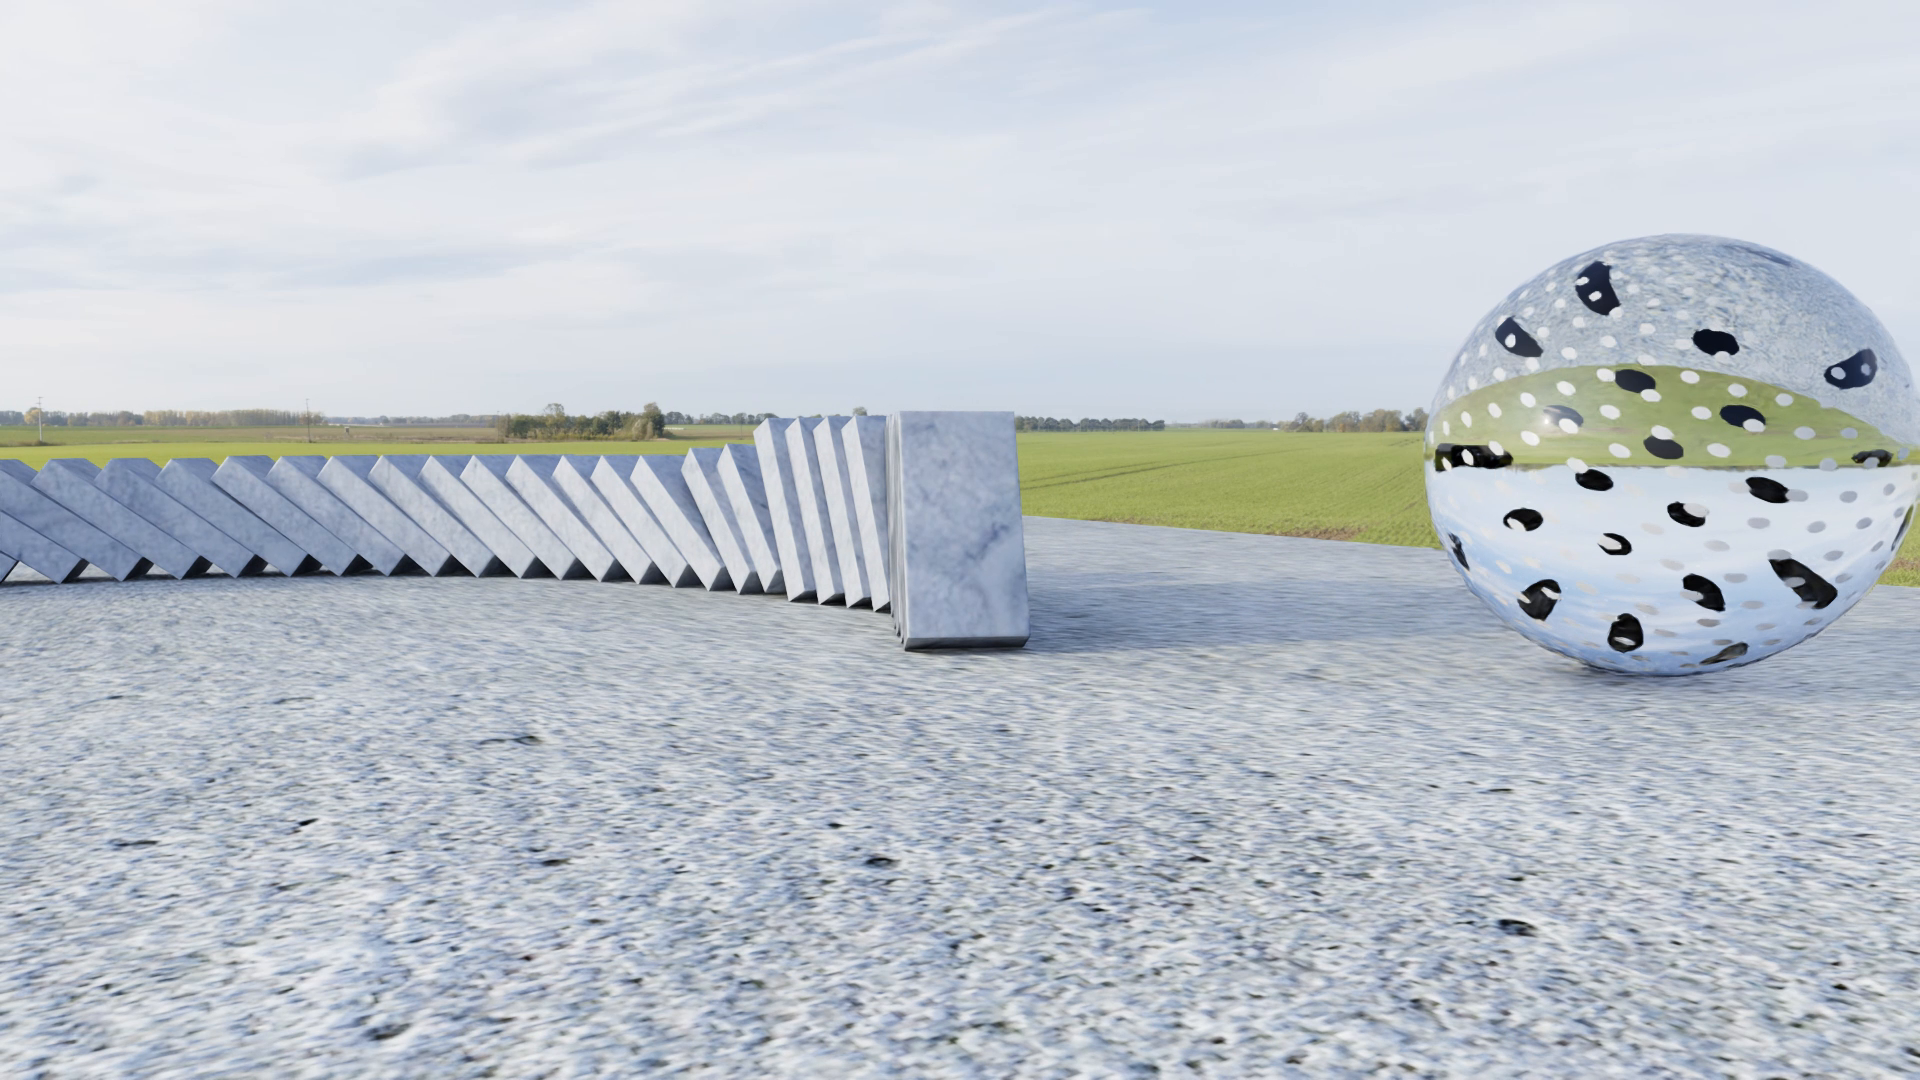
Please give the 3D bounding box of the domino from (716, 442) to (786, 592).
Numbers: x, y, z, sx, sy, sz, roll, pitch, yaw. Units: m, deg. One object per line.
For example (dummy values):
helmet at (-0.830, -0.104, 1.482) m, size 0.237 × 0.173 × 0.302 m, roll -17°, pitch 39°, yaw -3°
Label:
domino at (-0.051, -0.007, 0.372) m, size 0.025 × 0.009 × 0.050 m, roll 1°, pitch 46°, yaw -35°

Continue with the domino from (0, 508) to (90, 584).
domino at (-0.293, -0.006, 0.391) m, size 0.050 × 0.009 × 0.025 m, roll 39°, pitch -11°, yaw -21°

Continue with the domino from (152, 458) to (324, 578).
domino at (-0.232, -0.008, 0.418) m, size 0.050 × 0.009 × 0.025 m, roll 37°, pitch -1°, yaw -8°

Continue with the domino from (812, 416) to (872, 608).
domino at (-0.022, -0.008, 0.342) m, size 0.025 × 0.050 × 0.010 m, roll -3°, pitch -18°, yaw -33°

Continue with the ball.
ball at (0.127, -0.015, 0.235) m, size 0.080 × 0.080 × 0.080 m, roll 0°, pitch 4°, yaw 0°

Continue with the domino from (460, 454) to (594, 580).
domino at (-0.135, -0.008, 0.416) m, size 0.050 × 0.009 × 0.025 m, roll 42°, pitch 17°, yaw 13°

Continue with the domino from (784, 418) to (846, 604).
domino at (-0.030, -0.008, 0.350) m, size 0.025 × 0.050 × 0.009 m, roll -3°, pitch -18°, yaw -34°

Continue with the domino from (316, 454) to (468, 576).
domino at (-0.183, -0.009, 0.423) m, size 0.050 × 0.009 × 0.025 m, roll 39°, pitch 7°, yaw 2°

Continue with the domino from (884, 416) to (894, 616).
domino at (-0.005, -0.006, 0.322) m, size 0.025 × 0.050 × 0.009 m, roll -1°, pitch -20°, yaw -8°

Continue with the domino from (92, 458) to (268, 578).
domino at (-0.248, -0.007, 0.413) m, size 0.050 × 0.009 × 0.025 m, roll 37°, pitch -3°, yaw -11°

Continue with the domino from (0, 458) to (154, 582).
domino at (-0.279, -0.006, 0.401) m, size 0.050 × 0.010 × 0.025 m, roll 38°, pitch -7°, yaw -17°

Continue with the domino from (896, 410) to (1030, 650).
domino at (0.000, -0.003, 0.271) m, size 0.025 × 0.050 × 0.009 m, roll -1°, pitch -20°, yaw -8°

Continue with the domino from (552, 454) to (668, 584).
domino at (-0.104, -0.007, 0.406) m, size 0.050 × 0.009 × 0.025 m, roll 46°, pitch 26°, yaw 22°

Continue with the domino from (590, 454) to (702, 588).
domino at (-0.090, -0.007, 0.398) m, size 0.050 × 0.010 × 0.025 m, roll 47°, pitch 29°, yaw 25°

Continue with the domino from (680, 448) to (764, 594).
domino at (-0.062, -0.007, 0.380) m, size 0.025 × 0.009 × 0.050 m, roll -3°, pitch 49°, yaw -38°

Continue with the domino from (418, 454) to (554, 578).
domino at (-0.151, -0.008, 0.420) m, size 0.050 × 0.009 × 0.025 m, roll 41°, pitch 15°, yaw 11°

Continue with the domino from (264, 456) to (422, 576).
domino at (-0.200, -0.008, 0.423) m, size 0.050 × 0.010 × 0.025 m, roll 39°, pitch 4°, yaw -1°

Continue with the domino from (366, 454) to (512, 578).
domino at (-0.167, -0.009, 0.422) m, size 0.050 × 0.010 × 0.025 m, roll 40°, pitch 11°, yaw 6°

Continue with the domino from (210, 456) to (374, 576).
domino at (-0.216, -0.008, 0.421) m, size 0.050 × 0.009 × 0.025 m, roll 39°, pitch 2°, yaw -5°

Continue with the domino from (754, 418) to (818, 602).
domino at (-0.039, -0.009, 0.356) m, size 0.025 × 0.050 × 0.009 m, roll -3°, pitch -18°, yaw -36°

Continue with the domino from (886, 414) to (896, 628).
domino at (-0.004, -0.005, 0.301) m, size 0.025 × 0.050 × 0.010 m, roll -1°, pitch -20°, yaw -8°

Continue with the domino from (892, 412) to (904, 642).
domino at (-0.001, -0.003, 0.281) m, size 0.025 × 0.050 × 0.009 m, roll -1°, pitch -20°, yaw -8°

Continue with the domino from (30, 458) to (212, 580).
domino at (-0.263, -0.007, 0.408) m, size 0.050 × 0.009 × 0.025 m, roll 38°, pitch -5°, yaw -14°

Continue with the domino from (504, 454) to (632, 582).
domino at (-0.120, -0.008, 0.412) m, size 0.050 × 0.010 × 0.025 m, roll 43°, pitch 21°, yaw 17°

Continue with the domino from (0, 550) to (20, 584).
domino at (-0.306, -0.004, 0.378) m, size 0.050 × 0.010 × 0.025 m, roll 38°, pitch -16°, yaw -28°

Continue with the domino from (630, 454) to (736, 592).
domino at (-0.077, -0.006, 0.390) m, size 0.025 × 0.009 × 0.050 m, roll -5°, pitch 46°, yaw -48°

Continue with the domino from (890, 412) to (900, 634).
domino at (-0.002, -0.004, 0.291) m, size 0.025 × 0.050 × 0.009 m, roll 0°, pitch -20°, yaw -7°

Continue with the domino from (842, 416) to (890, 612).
domino at (-0.014, -0.007, 0.335) m, size 0.025 × 0.050 × 0.010 m, roll -2°, pitch -18°, yaw -30°
